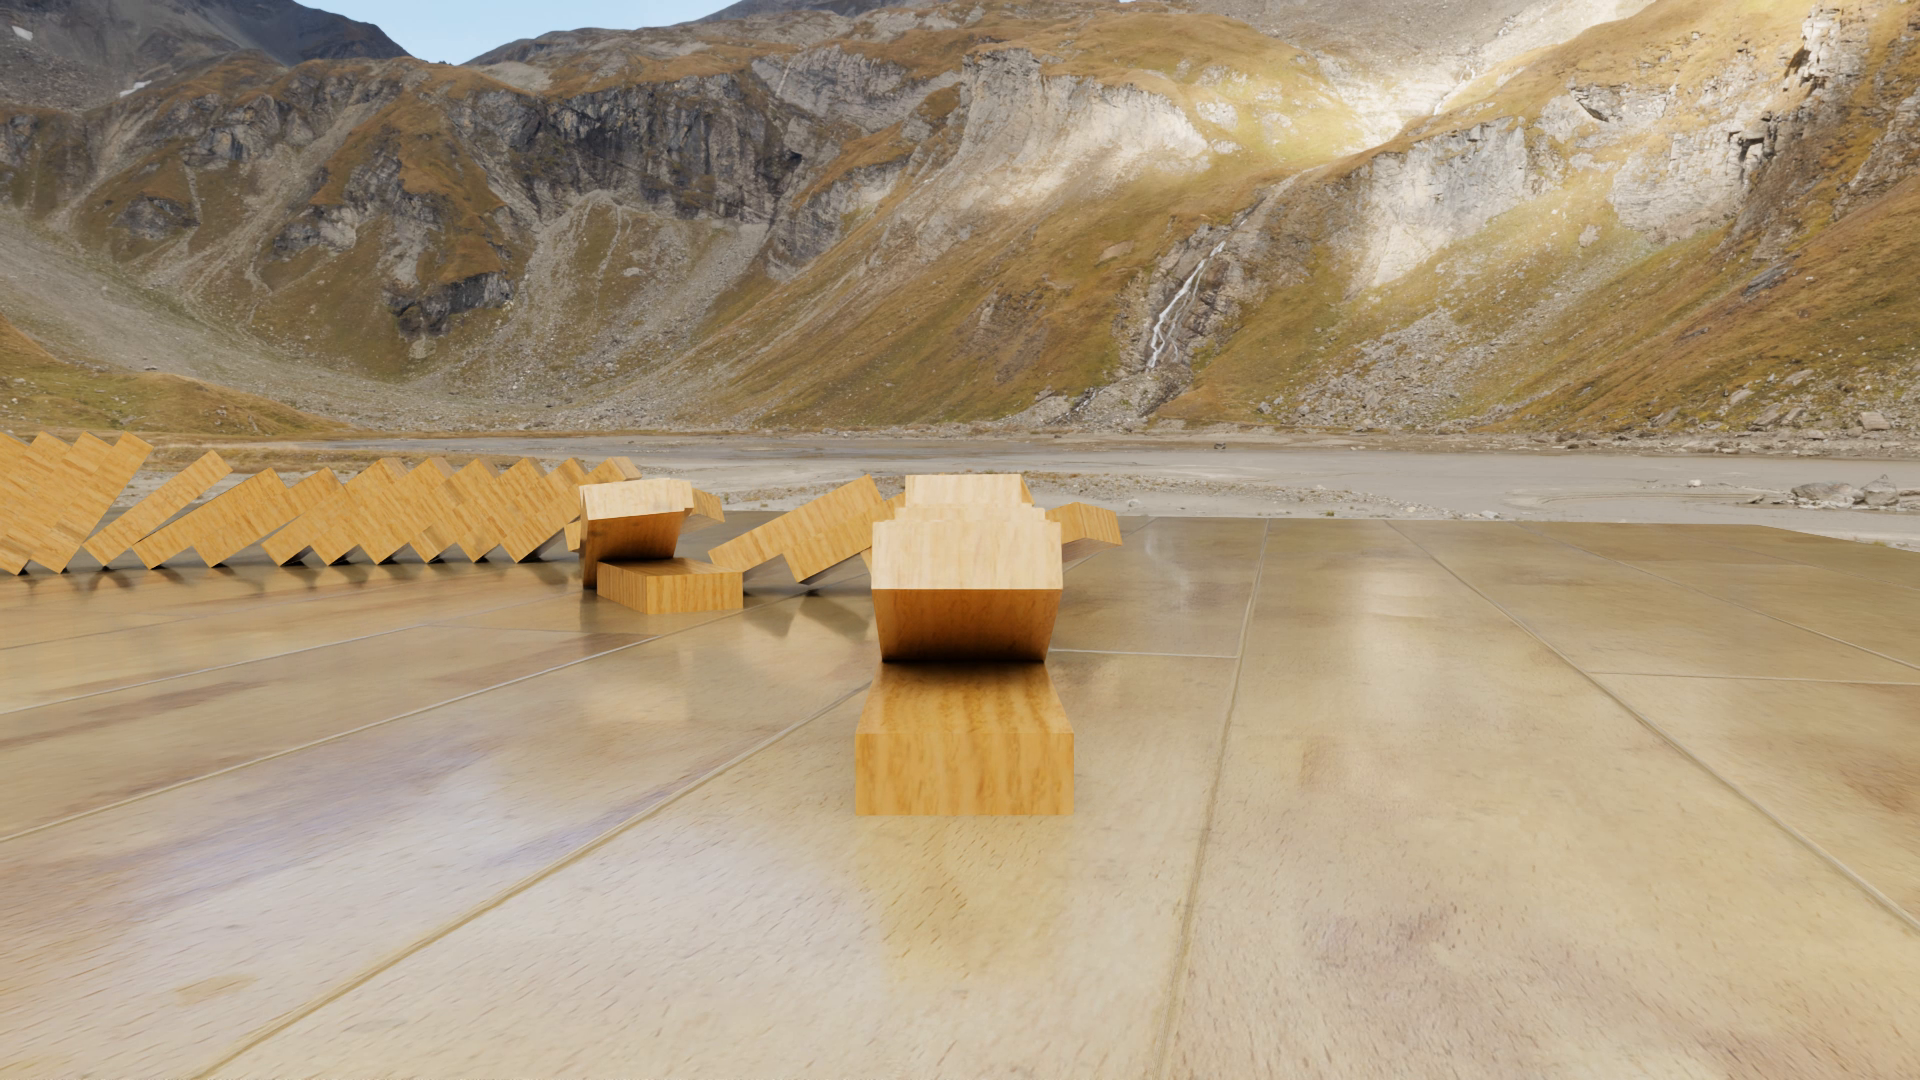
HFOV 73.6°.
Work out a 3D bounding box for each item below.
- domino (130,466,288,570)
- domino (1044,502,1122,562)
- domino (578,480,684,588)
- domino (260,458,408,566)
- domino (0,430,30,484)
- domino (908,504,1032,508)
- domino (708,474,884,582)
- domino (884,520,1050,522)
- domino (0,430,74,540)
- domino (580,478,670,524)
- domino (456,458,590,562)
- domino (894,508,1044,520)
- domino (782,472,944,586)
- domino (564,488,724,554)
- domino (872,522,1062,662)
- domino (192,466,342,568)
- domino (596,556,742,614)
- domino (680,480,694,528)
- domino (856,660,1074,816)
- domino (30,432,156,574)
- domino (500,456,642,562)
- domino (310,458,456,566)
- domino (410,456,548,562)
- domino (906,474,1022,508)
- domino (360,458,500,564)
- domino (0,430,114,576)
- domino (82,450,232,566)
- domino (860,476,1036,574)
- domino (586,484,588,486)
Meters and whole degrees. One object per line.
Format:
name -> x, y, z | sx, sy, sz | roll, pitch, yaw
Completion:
domino -> -0.263, -0.009, 0.452 | 0.050, 0.010, 0.025 | -37, 20, -21
domino -> 0.016, 0.003, 0.348 | 0.050, 0.009, 0.025 | -18, -13, 28
domino -> -0.094, -0.001, 0.363 | 0.025, 0.010, 0.050 | -6, -21, -20
domino -> -0.222, -0.011, 0.460 | 0.050, 0.010, 0.025 | -38, 11, -7
domino -> -0.323, -0.012, 0.417 | 0.010, 0.050, 0.025 | 36, -15, -29
domino -> 0.001, 0.006, 0.281 | 0.025, 0.010, 0.050 | 0, -22, -2
domino -> -0.046, -0.002, 0.371 | 0.050, 0.010, 0.025 | -26, -4, -5
domino -> 0.001, 0.011, 0.216 | 0.025, 0.009, 0.050 | 0, -23, 0
domino -> -0.313, -0.013, 0.424 | 0.010, 0.050, 0.025 | 36, -15, -29
domino -> -0.100, -0.003, 0.384 | 0.025, 0.010, 0.050 | -7, -20, -18
domino -> -0.160, -0.012, 0.473 | 0.050, 0.010, 0.025 | -38, 10, -7
domino -> 0.002, 0.009, 0.235 | 0.025, 0.010, 0.050 | 1, -23, 2
domino -> -0.025, -0.003, 0.368 | 0.050, 0.010, 0.025 | -26, -4, -1
domino -> -0.114, -0.006, 0.464 | 0.050, 0.010, 0.025 | -16, -9, 9
domino -> 0.001, 0.012, 0.192 | 0.025, 0.009, 0.050 | 0, -23, -1
domino -> -0.246, -0.009, 0.459 | 0.050, 0.009, 0.025 | -36, 18, -19
domino -> -0.080, 0.012, 0.348 | 0.025, 0.010, 0.050 | -2, 5, -30
domino -> -0.109, -0.005, 0.432 | 0.025, 0.010, 0.050 | -2, -21, -28
domino -> 0.000, 0.025, 0.172 | 0.025, 0.009, 0.050 | 0, 4, 0
domino -> -0.293, -0.013, 0.435 | 0.010, 0.050, 0.025 | 37, -15, -28
domino -> -0.141, -0.012, 0.469 | 0.050, 0.009, 0.025 | -37, 4, 2
domino -> -0.206, -0.011, 0.462 | 0.050, 0.010, 0.025 | -38, 11, -7
domino -> -0.175, -0.012, 0.469 | 0.050, 0.010, 0.025 | -38, 10, -7
domino -> 0.001, 0.002, 0.299 | 0.025, 0.010, 0.050 | -1, -29, -1
domino -> -0.191, -0.011, 0.465 | 0.050, 0.010, 0.025 | -38, 11, -7
domino -> -0.303, -0.013, 0.429 | 0.010, 0.050, 0.025 | 37, -15, -28
domino -> -0.279, -0.011, 0.446 | 0.050, 0.009, 0.025 | -47, 23, -25
domino -> -0.004, -0.002, 0.371 | 0.050, 0.010, 0.025 | -26, -4, -4
domino -> -0.106, -0.004, 0.408 | 0.025, 0.010, 0.050 | -5, -20, -18
